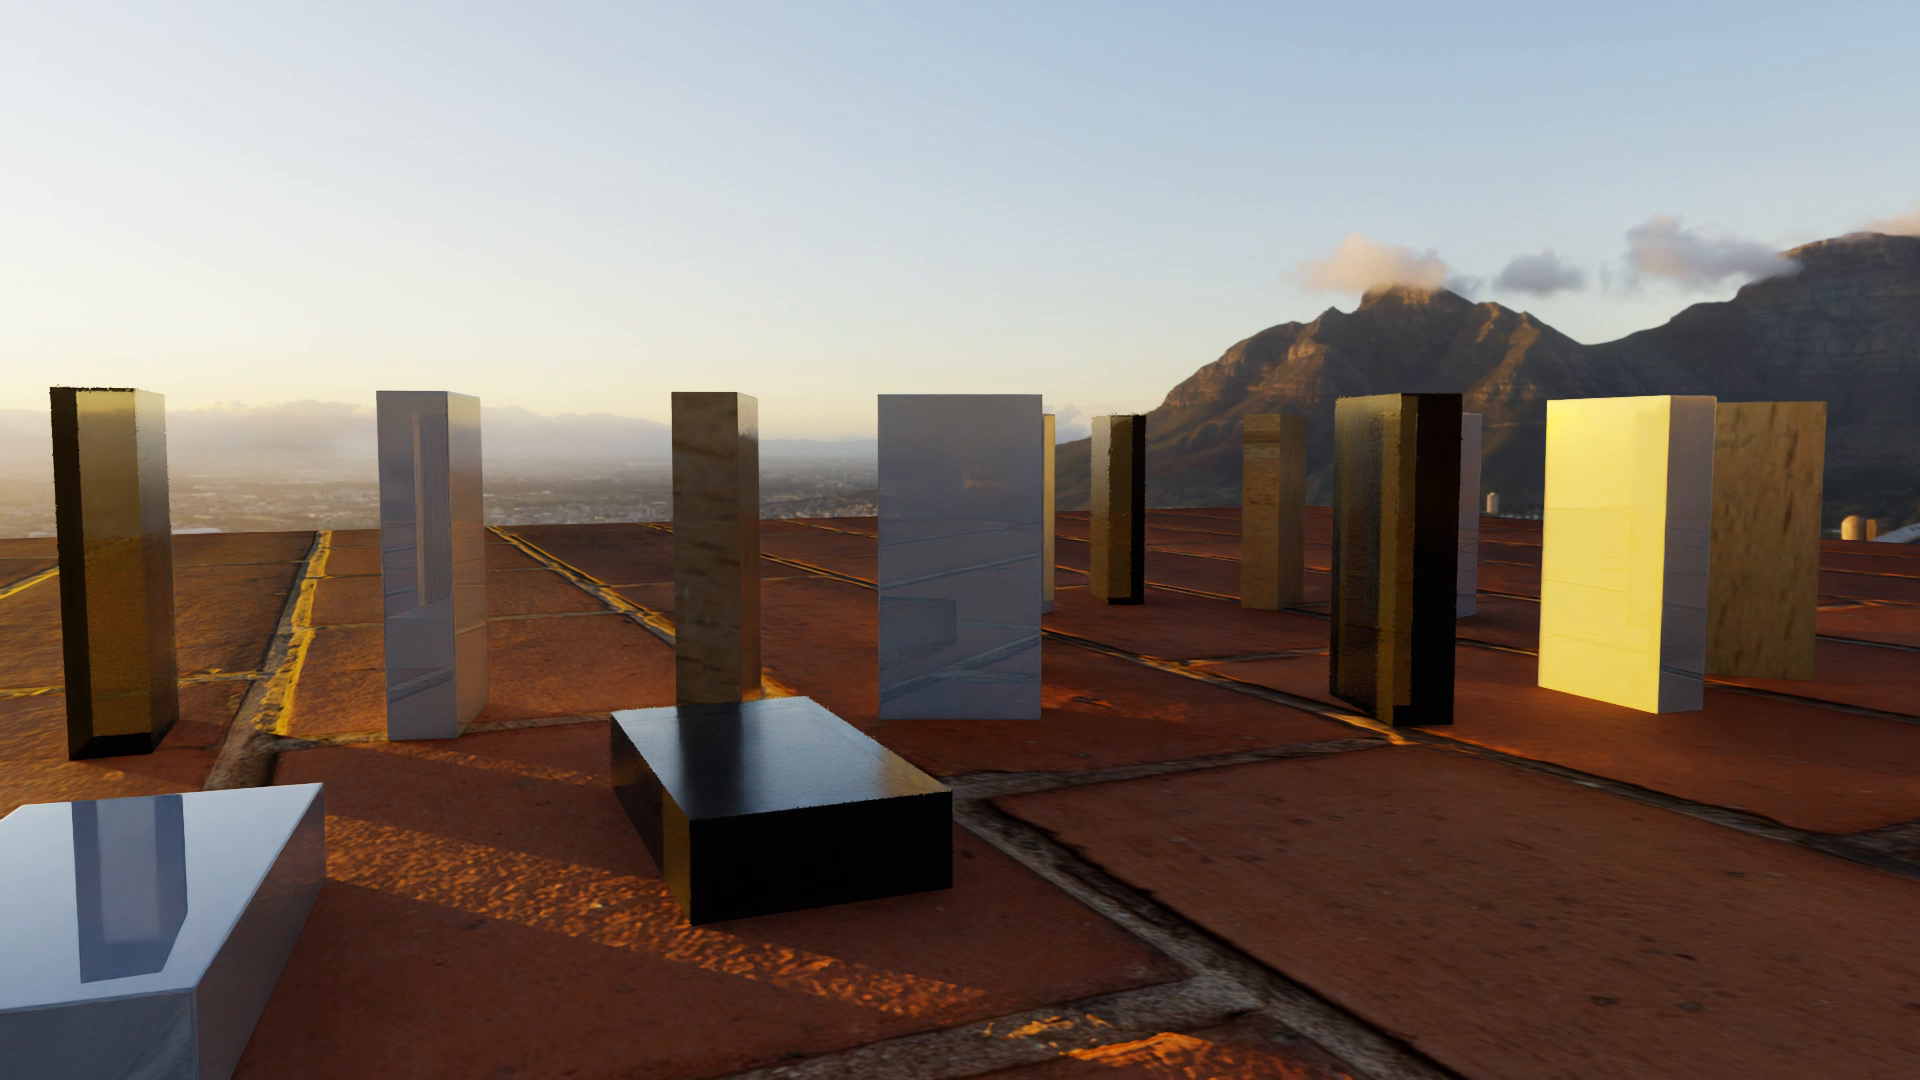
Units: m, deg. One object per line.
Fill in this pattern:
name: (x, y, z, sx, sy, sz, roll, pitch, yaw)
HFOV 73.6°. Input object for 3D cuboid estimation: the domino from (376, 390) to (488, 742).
domino: (-0.080, 0.003, 0.195, 0.010, 0.050, 0.025, -1, 4, -10)

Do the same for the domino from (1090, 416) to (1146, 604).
domino: (0.043, -0.009, 0.351, 0.010, 0.050, 0.025, 0, 4, -5)

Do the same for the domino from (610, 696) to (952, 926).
domino: (-0.022, 0.027, 0.141, 0.025, 0.009, 0.050, -2, 5, -23)

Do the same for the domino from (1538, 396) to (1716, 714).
domino: (0.110, 0.002, 0.214, 0.009, 0.050, 0.025, -2, 5, -19)

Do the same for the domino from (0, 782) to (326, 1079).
domino: (-0.066, 0.030, 0.098, 0.025, 0.009, 0.050, -1, 5, -18)

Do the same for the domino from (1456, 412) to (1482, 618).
domino: (0.117, -0.006, 0.313, 0.025, 0.050, 0.009, -4, 6, -43)

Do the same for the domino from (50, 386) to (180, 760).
domino: (-0.121, 0.004, 0.184, 0.009, 0.050, 0.025, -2, 5, -24)

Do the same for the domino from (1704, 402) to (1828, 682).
domino: (0.144, 0.000, 0.238, 0.025, 0.050, 0.010, 2, 5, 24)

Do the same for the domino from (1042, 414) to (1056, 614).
domino: (0.011, -0.007, 0.327, 0.025, 0.050, 0.010, 2, 5, 24)

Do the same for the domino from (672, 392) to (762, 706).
domino: (-0.037, 0.003, 0.199, 0.010, 0.050, 0.025, 0, 4, -2)

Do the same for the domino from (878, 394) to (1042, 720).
domino: (0.000, 0.002, 0.201, 0.025, 0.050, 0.010, 0, 4, 0)

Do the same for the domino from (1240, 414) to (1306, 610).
domino: (0.083, -0.008, 0.340, 0.009, 0.050, 0.025, 2, 5, 30)

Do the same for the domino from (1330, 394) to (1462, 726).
domino: (0.069, 0.002, 0.205, 0.010, 0.050, 0.025, 0, 4, -6)
